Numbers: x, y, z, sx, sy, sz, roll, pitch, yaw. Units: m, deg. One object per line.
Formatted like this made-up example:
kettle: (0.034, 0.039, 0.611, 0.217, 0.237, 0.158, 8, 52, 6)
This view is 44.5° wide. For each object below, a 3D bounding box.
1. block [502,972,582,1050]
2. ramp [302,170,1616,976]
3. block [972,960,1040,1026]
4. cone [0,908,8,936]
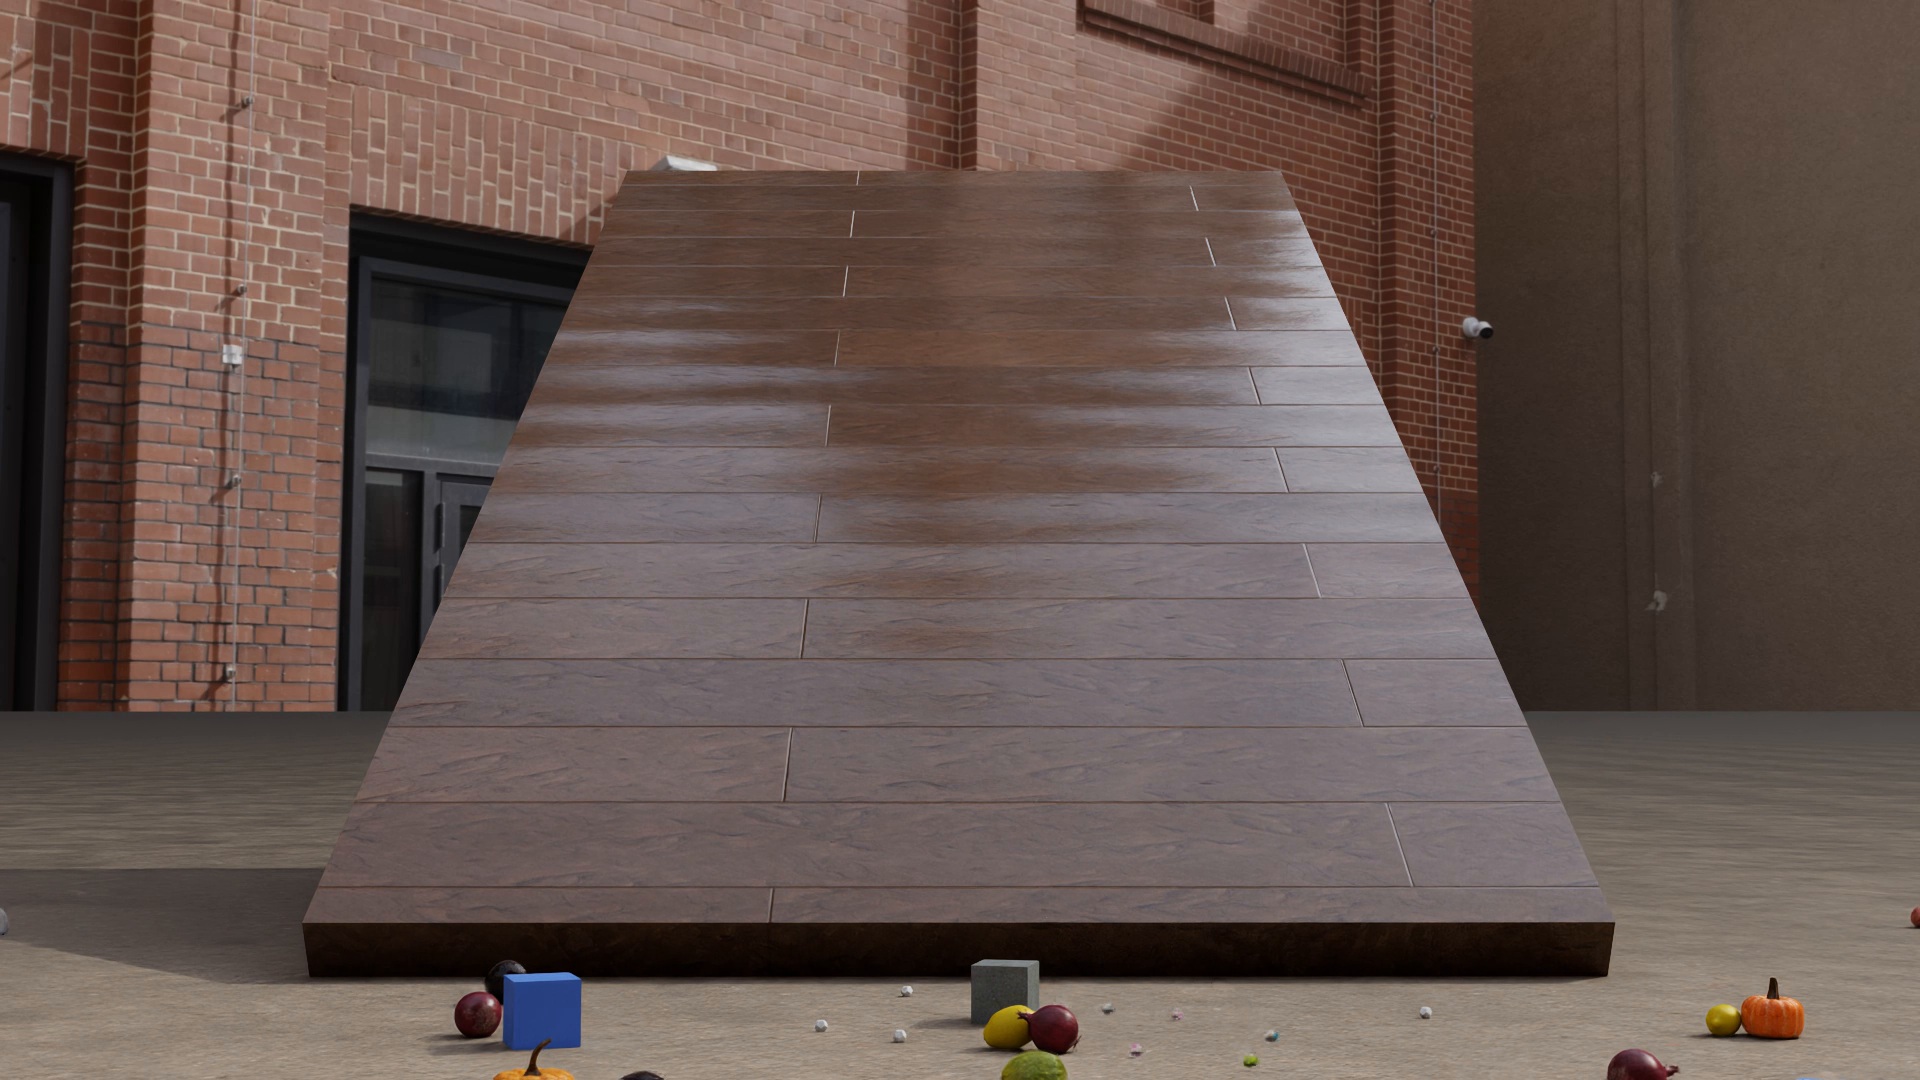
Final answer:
block: (-0.516, 0.581, 2.897, 0.082, 0.082, 0.082, 1, -4, -20)
ramp: (-0.009, -0.229, 5.401, 2.000, 0.100, 4.000, 0, 25, 0)
block: (0.060, 0.599, 3.112, 0.076, 0.076, 0.076, -1, -4, 13)
cone: (-1.768, 0.697, 4.216, 0.078, 0.078, 0.078, -2, 22, 26)
